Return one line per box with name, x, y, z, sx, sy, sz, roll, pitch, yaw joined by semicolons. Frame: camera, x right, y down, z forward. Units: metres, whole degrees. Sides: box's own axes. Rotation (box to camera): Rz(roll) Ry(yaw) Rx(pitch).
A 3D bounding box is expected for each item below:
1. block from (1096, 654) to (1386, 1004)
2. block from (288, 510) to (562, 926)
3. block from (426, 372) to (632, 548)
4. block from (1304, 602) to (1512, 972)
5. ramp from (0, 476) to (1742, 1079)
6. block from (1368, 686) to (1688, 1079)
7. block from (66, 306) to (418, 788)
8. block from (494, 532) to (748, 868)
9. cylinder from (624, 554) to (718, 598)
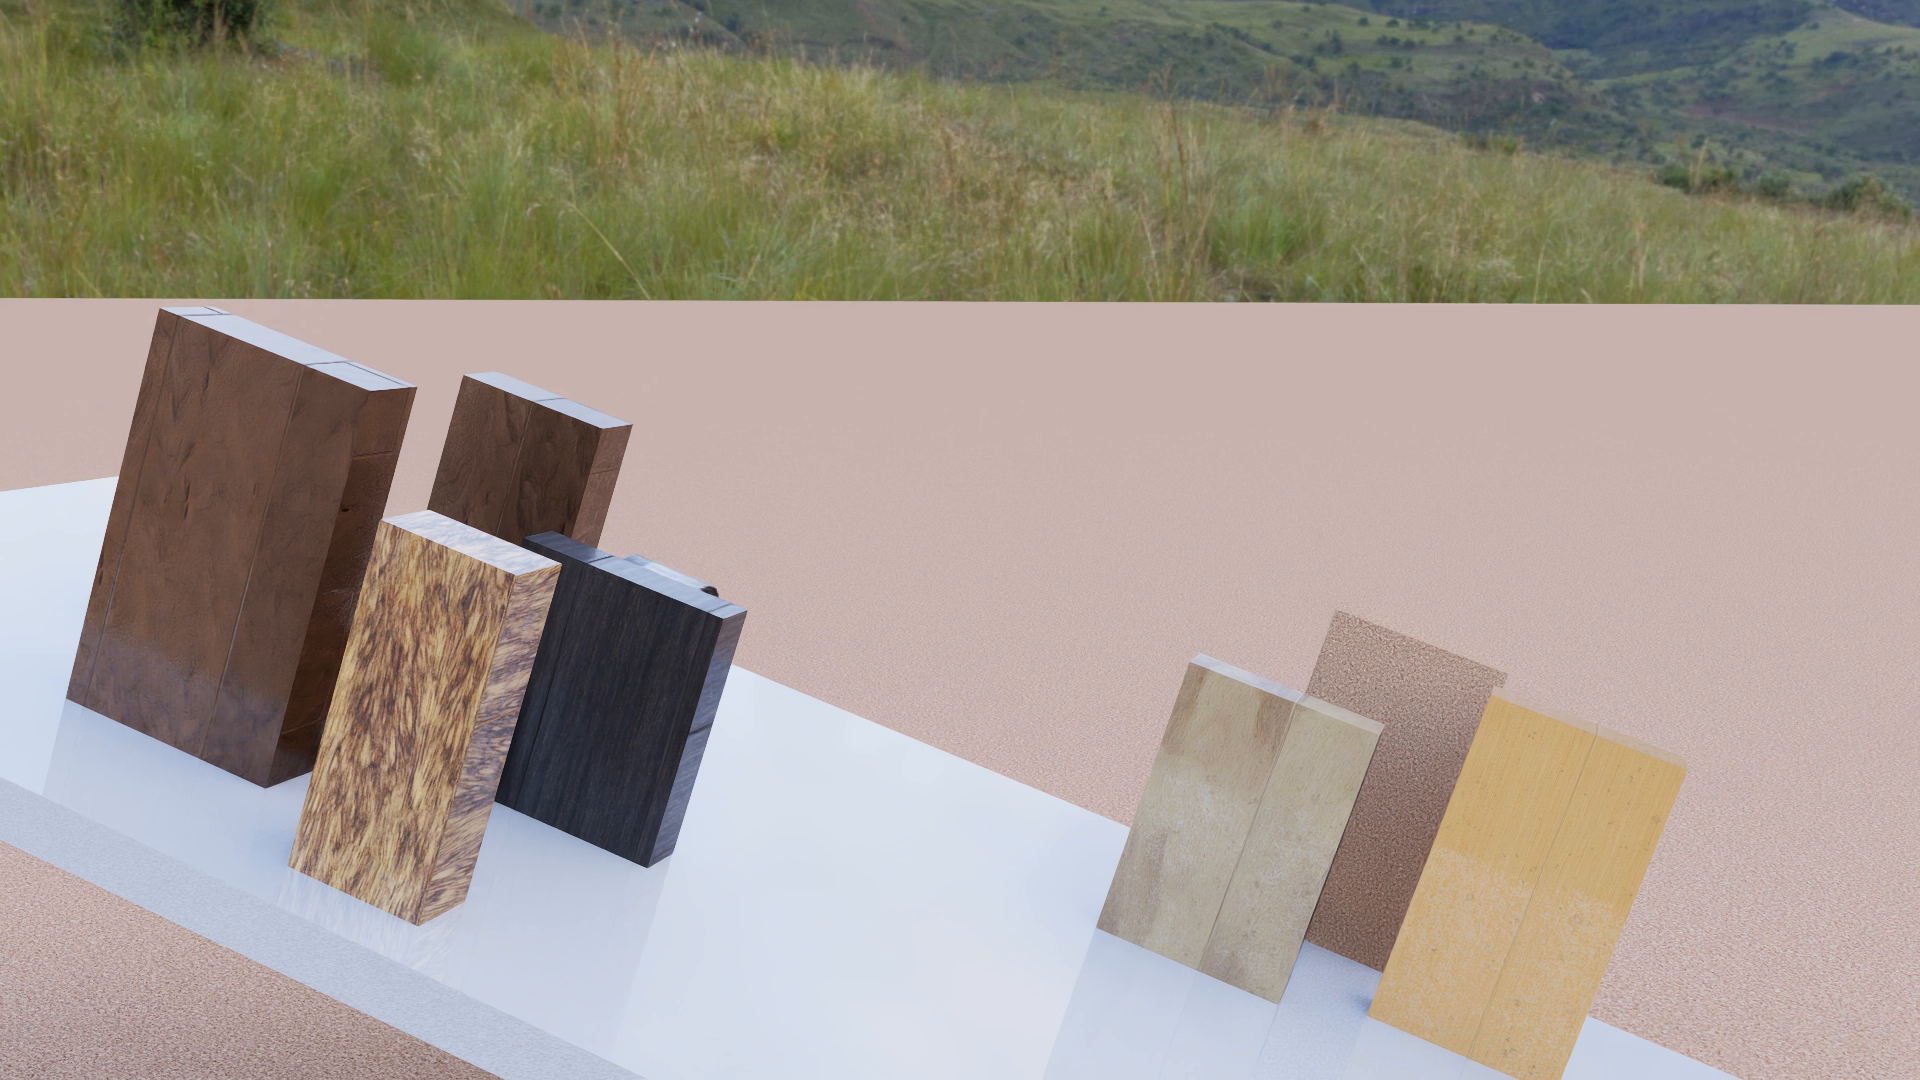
block;0.547;0.564;4.315;0.386;0.575;0.103;21;12;14
block;-0.851;0.279;3.491;0.247;0.595;0.145;21;12;14
block;-0.912;0.025;4.413;0.315;0.651;0.135;21;12;14
block;0.865;0.525;4.670;0.372;0.695;0.124;21;12;14
ramp;-0.350;0.655;4.221;4.000;0.100;2.000;21;12;14
block;1.105;0.683;4.306;0.385;0.697;0.105;21;12;14
block;-1.251;0.008;3.816;0.423;0.722;0.148;21;12;14
block;-0.657;0.287;4.005;0.409;0.487;0.110;21;12;14
cylinder;-0.708;0.167;5.155;0.207;0.207;0.207;22;14;18
